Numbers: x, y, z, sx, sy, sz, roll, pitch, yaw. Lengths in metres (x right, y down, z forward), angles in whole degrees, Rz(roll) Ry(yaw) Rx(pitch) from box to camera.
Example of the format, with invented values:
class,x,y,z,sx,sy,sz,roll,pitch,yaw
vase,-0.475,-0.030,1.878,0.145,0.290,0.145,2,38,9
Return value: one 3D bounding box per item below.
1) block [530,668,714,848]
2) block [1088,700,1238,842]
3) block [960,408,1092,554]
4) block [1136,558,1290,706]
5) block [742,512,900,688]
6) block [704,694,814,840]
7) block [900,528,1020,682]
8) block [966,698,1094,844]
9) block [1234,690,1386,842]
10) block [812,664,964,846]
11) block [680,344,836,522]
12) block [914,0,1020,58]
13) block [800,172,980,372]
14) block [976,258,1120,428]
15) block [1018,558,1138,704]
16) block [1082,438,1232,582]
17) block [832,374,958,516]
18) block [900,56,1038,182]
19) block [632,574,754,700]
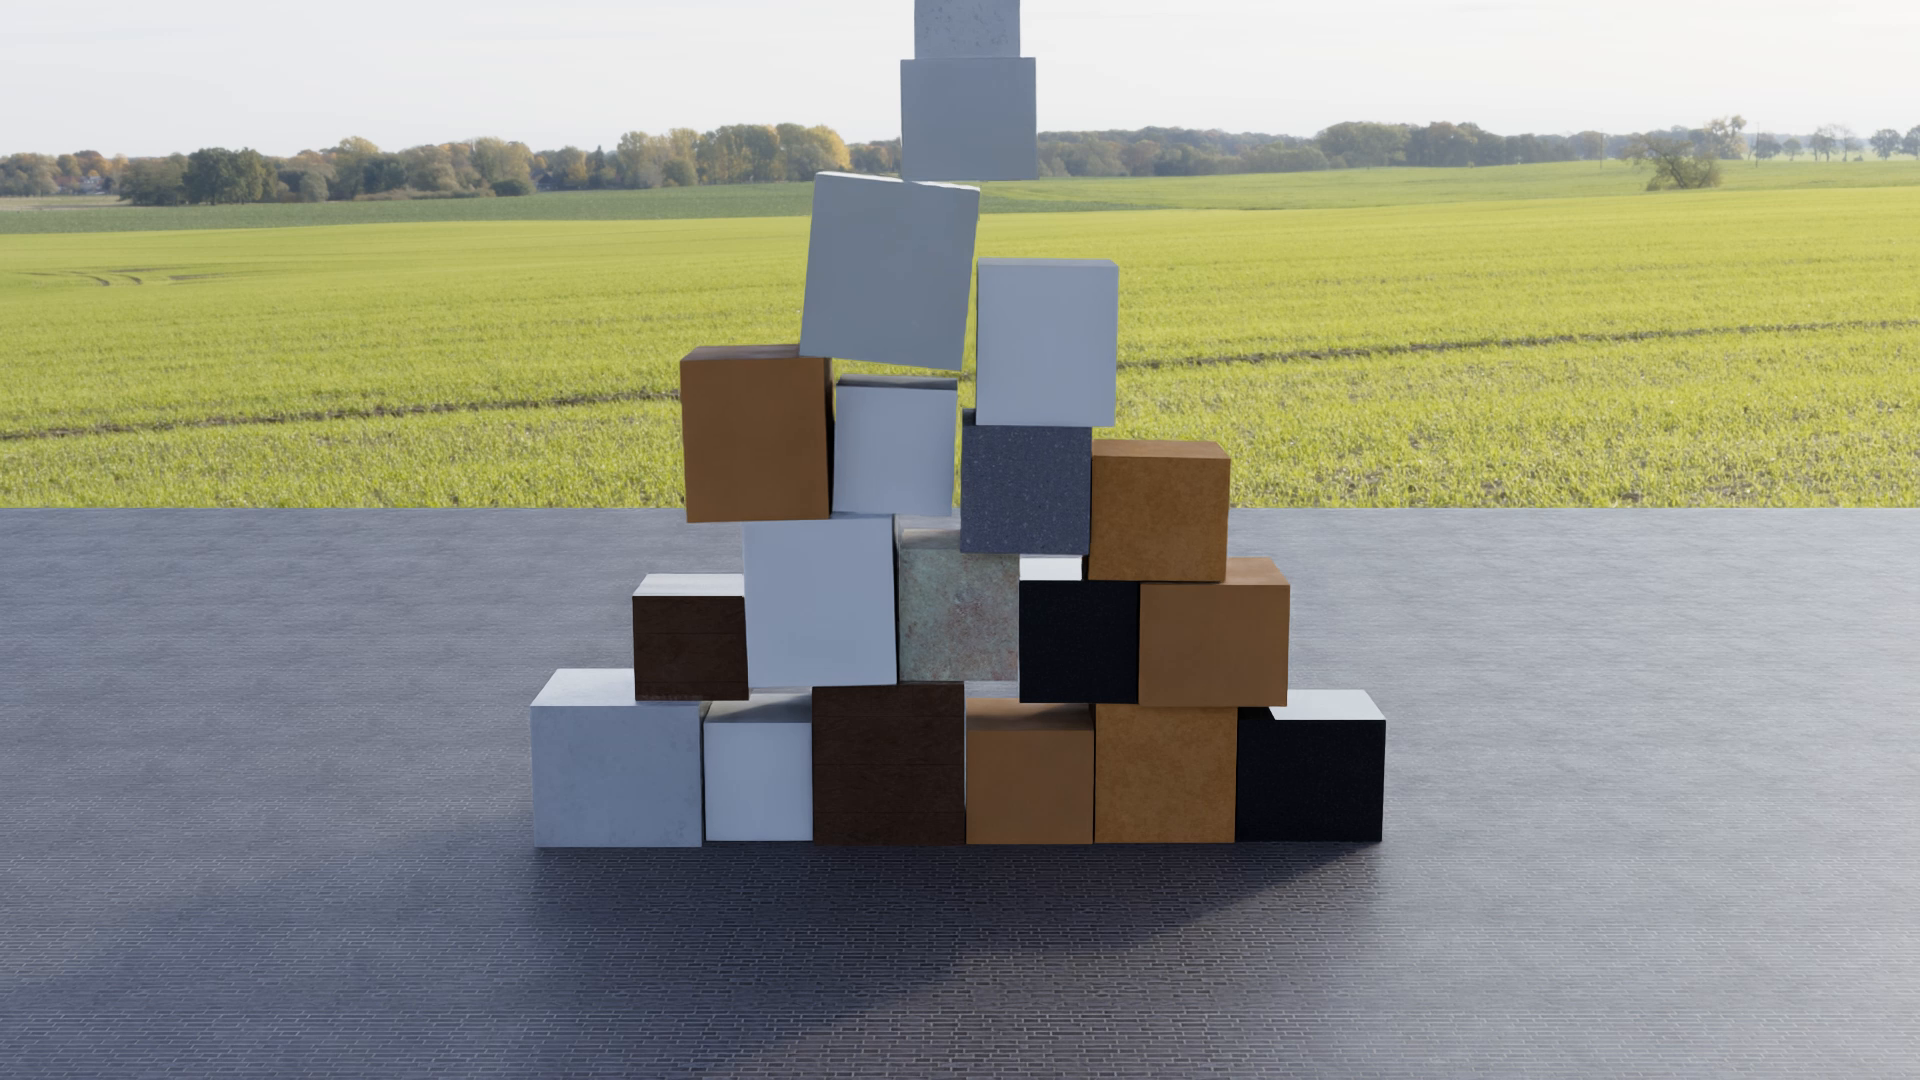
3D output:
class,x,y,z,sx,sy,sz,roll,pitch,yaw
block,-1.720,1.115,11.383,0.839,0.733,0.779,0,10,0
block,1.036,1.120,11.386,0.708,0.722,0.643,0,10,0
block,0.322,-0.305,11.106,0.632,0.630,0.726,1,10,0
block,1.261,0.460,11.269,0.740,0.619,0.736,0,10,0
block,-0.691,0.242,11.216,0.735,0.836,0.798,-1,10,0
block,-1.019,1.170,11.407,0.544,0.616,0.595,0,10,0
block,-0.003,0.324,11.241,0.591,0.667,0.579,1,10,0
block,0.352,1.187,11.382,0.639,0.592,0.660,0,10,0
block,1.770,1.161,11.398,0.740,0.638,0.612,0,10,0
block,-0.357,1.064,11.378,0.759,0.836,0.744,0,10,0
block,-0.998,-0.551,11.062,0.695,0.794,0.765,-1,10,0
block,0.032,-2.643,10.697,0.507,0.601,0.544,-1,10,0
block,-0.340,-1.351,10.939,0.788,0.869,0.792,6,10,-1
block,0.422,-0.998,10.988,0.678,0.779,0.663,1,10,0
block,0.589,0.457,11.256,0.583,0.629,0.574,0,10,0
block,0.984,-0.158,11.157,0.681,0.621,0.625,1,10,0
block,-0.321,-0.488,11.098,0.592,0.625,0.573,2,10,0
block,0.042,-2.061,10.792,0.649,0.578,0.558,-1,10,0
block,-1.345,0.492,11.261,0.572,0.538,0.561,0,10,0
